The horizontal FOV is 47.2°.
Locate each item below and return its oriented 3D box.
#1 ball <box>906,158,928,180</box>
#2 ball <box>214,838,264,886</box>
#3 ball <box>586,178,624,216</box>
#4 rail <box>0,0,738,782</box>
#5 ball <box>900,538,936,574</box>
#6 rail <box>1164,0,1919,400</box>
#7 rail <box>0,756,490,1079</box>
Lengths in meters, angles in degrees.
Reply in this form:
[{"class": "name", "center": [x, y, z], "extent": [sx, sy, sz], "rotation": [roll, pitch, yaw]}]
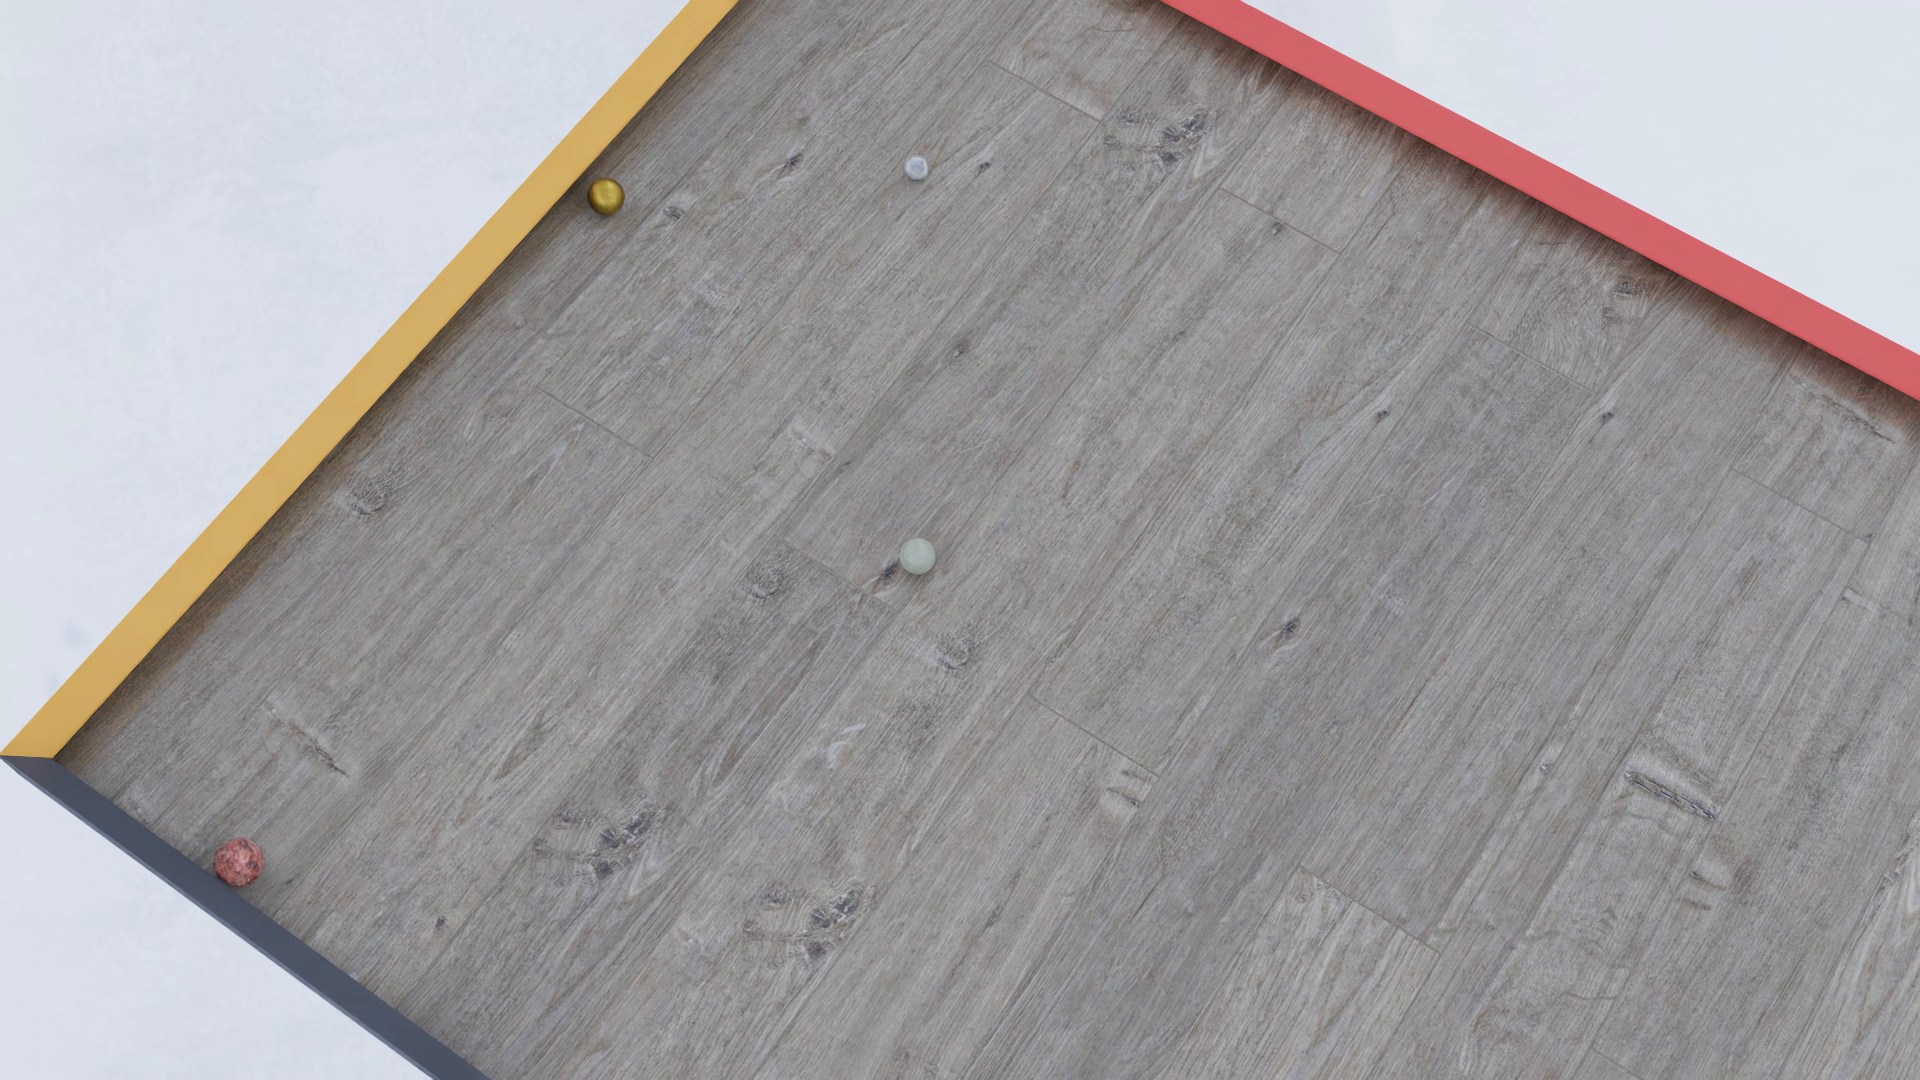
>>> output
[{"class": "ball", "center": [-0.077, -0.661, 3.911], "extent": [0.040, 0.040, 0.040], "rotation": [0, 65, 0]}, {"class": "ball", "center": [-1.098, 0.489, 3.347], "extent": [0.073, 0.073, 0.073], "rotation": [0, 65, 0]}, {"class": "ball", "center": [-0.623, -0.605, 3.870], "extent": [0.066, 0.066, 0.066], "rotation": [0, 65, 0]}, {"class": "rail", "center": [-0.803, -0.501, 3.804], "extent": [0.045, 0.094, 2.309], "rotation": [32, 69, 14]}, {"class": "ball", "center": [-0.069, 0.026, 3.574], "extent": [0.059, 0.059, 0.059], "rotation": [0, 65, 0]}, {"class": "rail", "center": [1.458, -0.349, 3.732], "extent": [3.978, 0.094, 0.045], "rotation": [32, 69, 14]}, {"class": "rail", "center": [0.188, 1.341, 2.929], "extent": [3.978, 0.094, 0.045], "rotation": [32, 69, 14]}]
